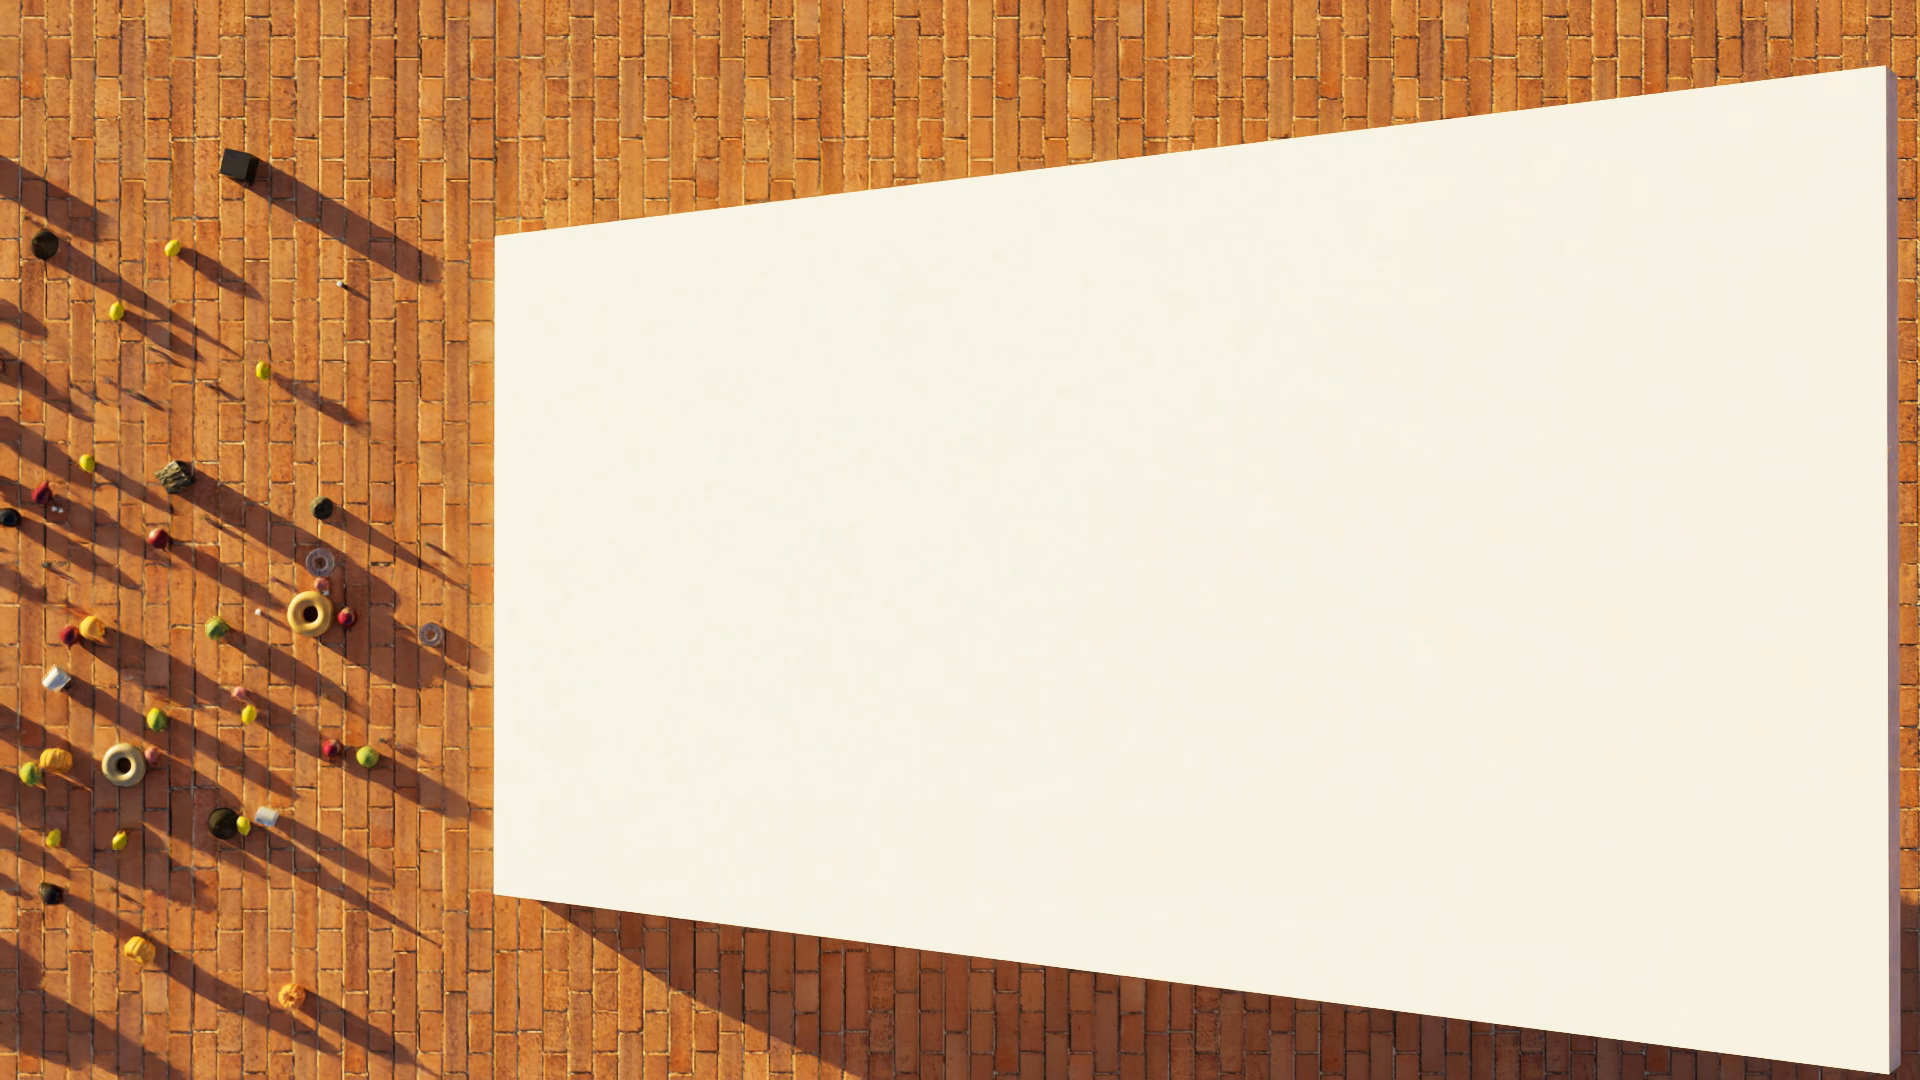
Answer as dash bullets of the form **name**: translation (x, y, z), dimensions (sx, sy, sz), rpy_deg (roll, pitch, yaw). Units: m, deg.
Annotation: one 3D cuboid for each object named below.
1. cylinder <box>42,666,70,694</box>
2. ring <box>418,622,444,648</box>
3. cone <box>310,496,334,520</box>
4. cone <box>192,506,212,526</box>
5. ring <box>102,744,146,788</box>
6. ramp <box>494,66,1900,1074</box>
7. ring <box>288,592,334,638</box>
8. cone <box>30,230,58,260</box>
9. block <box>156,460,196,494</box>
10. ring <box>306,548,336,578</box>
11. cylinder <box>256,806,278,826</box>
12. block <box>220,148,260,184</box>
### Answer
- **cylinder**: translation (-2.767, 0.428, 6.736), dimensions (0.057, 0.057, 0.057), rpy_deg (42, 90, 0)
- **ring**: translation (-1.624, 0.290, 6.754), dimensions (0.077, 0.026, 0.077), rpy_deg (0, 90, -1)
- **cone**: translation (-1.965, -0.099, 6.733), dimensions (0.072, 0.072, 0.072), rpy_deg (0, 90, 0)
- **cone**: translation (-2.330, -0.073, 6.759), dimensions (0.098, 0.098, 0.098), rpy_deg (0, 95, -5)
- **ring**: translation (-2.561, 0.691, 6.741), dimensions (0.135, 0.045, 0.135), rpy_deg (0, 91, 1)
- **ramp**: translation (0.241, 0.067, 5.564), dimensions (4.000, 0.100, 2.000), rpy_deg (0, 89, 36)
- **ring**: translation (-1.991, 0.227, 6.743), dimensions (0.142, 0.047, 0.142), rpy_deg (0, 90, 1)
- **cone**: translation (-2.822, -0.910, 6.729), dimensions (0.092, 0.092, 0.092), rpy_deg (0, 90, 0)
- **block**: translation (-2.402, -0.192, 6.733), dimensions (0.074, 0.074, 0.074), rpy_deg (-34, 90, 0)
- **ring**: translation (-1.963, 0.070, 6.752), dimensions (0.095, 0.032, 0.095), rpy_deg (0, 89, -1)
- **cylinder**: translation (-2.123, 0.847, 6.735), dimensions (0.052, 0.052, 0.052), rpy_deg (19, 90, -2)
- **block**: translation (-2.208, -1.146, 6.737), dimensions (0.081, 0.081, 0.081), rpy_deg (13, 90, 0)
